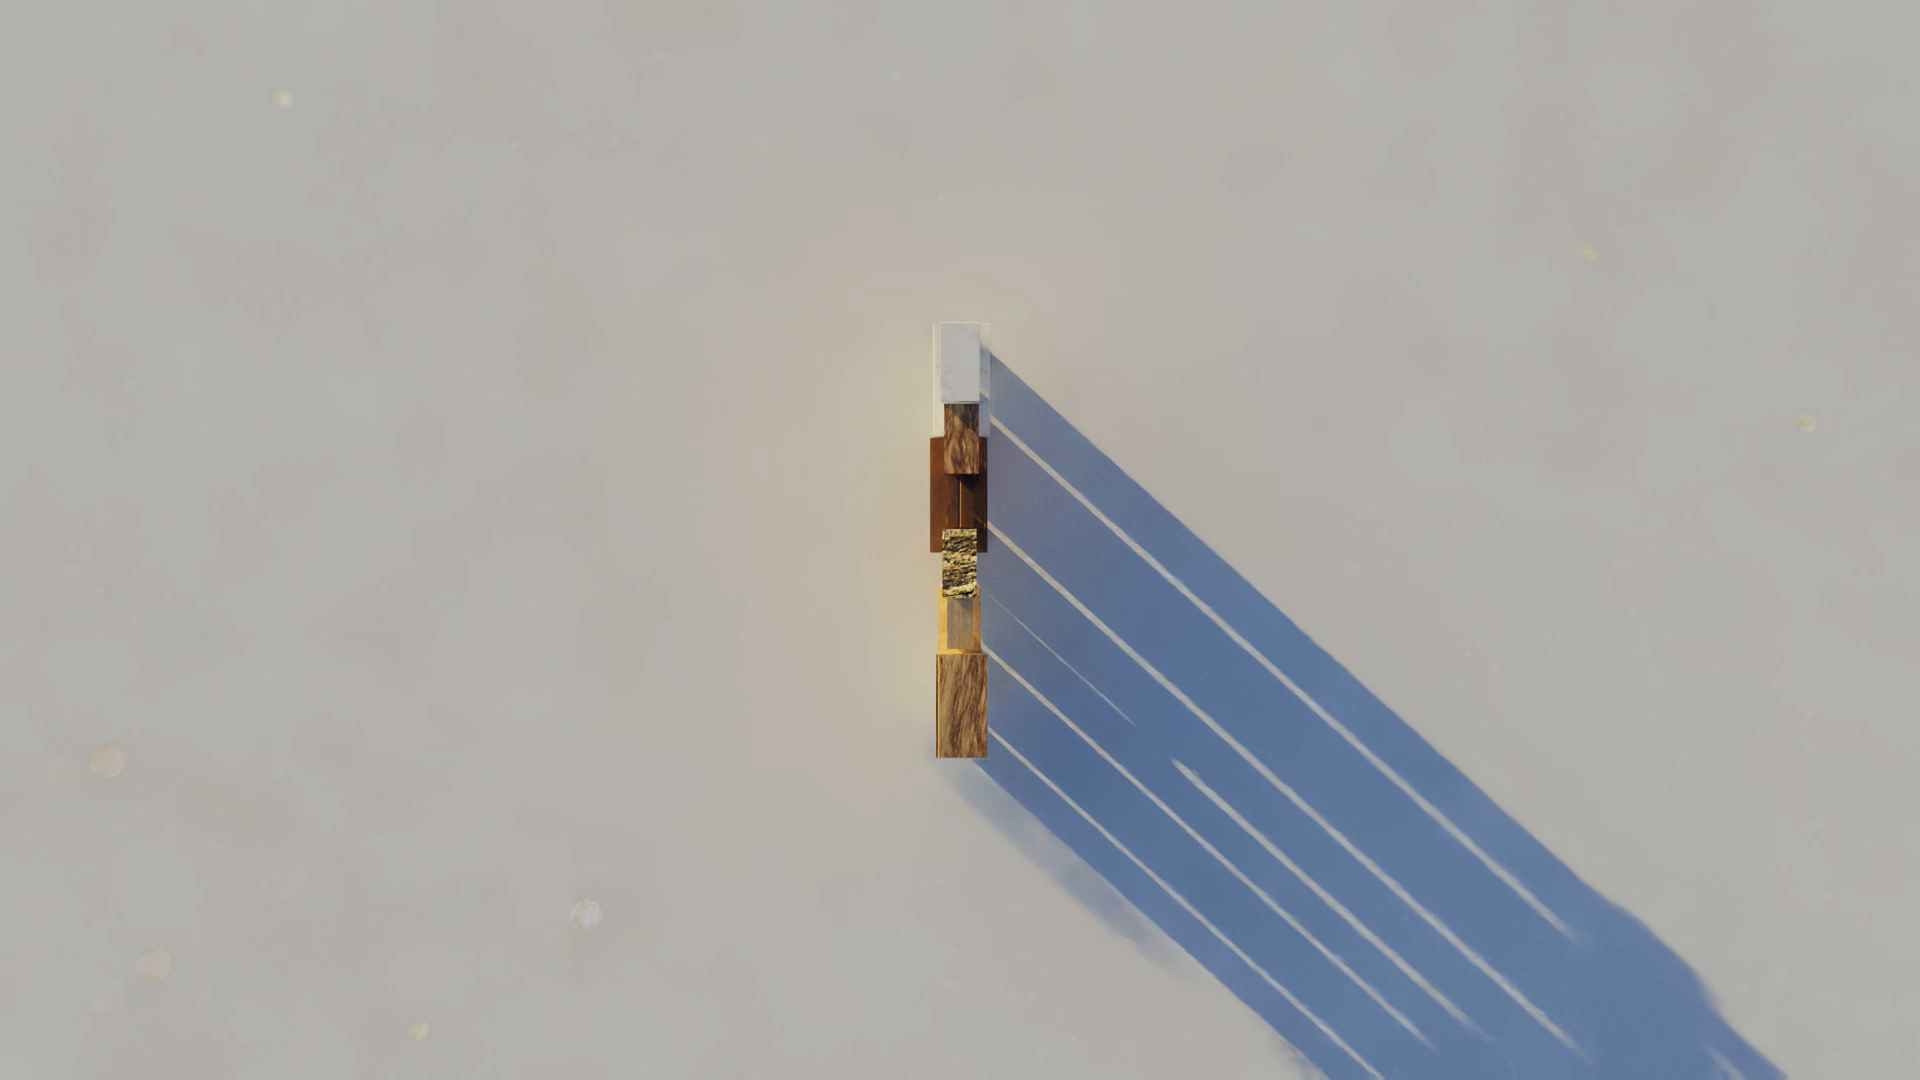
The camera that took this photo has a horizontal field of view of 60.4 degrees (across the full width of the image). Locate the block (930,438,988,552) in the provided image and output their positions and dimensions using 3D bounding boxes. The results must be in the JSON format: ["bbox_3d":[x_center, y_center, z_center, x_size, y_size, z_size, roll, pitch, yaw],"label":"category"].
[{"bbox_3d":[-0.004,-0.138,5.120,0.177,0.050,0.355,0,90,0],"label":"block"}]

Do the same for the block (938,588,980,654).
[{"bbox_3d":[-0.002,0.284,5.213,0.134,0.038,0.268,0,90,0],"label":"block"}]

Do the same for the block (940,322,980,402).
[{"bbox_3d":[0.000,-0.524,4.853,0.117,0.033,0.233,0,90,0],"label":"block"}]

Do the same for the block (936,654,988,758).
[{"bbox_3d":[0.005,0.489,4.869,0.152,0.043,0.303,0,90,0],"label":"block"}]

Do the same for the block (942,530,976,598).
[{"bbox_3d":[-0.001,0.069,4.877,0.102,0.029,0.203,0,90,0],"label":"block"}]

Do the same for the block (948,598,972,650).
[{"bbox_3d":[0.000,0.254,5.027,0.078,0.022,0.156,0,90,0],"label":"block"}]

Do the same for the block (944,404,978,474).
[{"bbox_3d":[0.004,-0.299,4.874,0.103,0.029,0.206,0,90,0],"label":"block"}]

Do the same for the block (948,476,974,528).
[{"bbox_3d":[0.001,-0.114,4.930,0.077,0.022,0.154,0,90,0],"label":"block"}]

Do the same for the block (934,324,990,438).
[{"bbox_3d":[0.005,-0.495,5.127,0.174,0.049,0.348,0,90,0],"label":"block"}]
